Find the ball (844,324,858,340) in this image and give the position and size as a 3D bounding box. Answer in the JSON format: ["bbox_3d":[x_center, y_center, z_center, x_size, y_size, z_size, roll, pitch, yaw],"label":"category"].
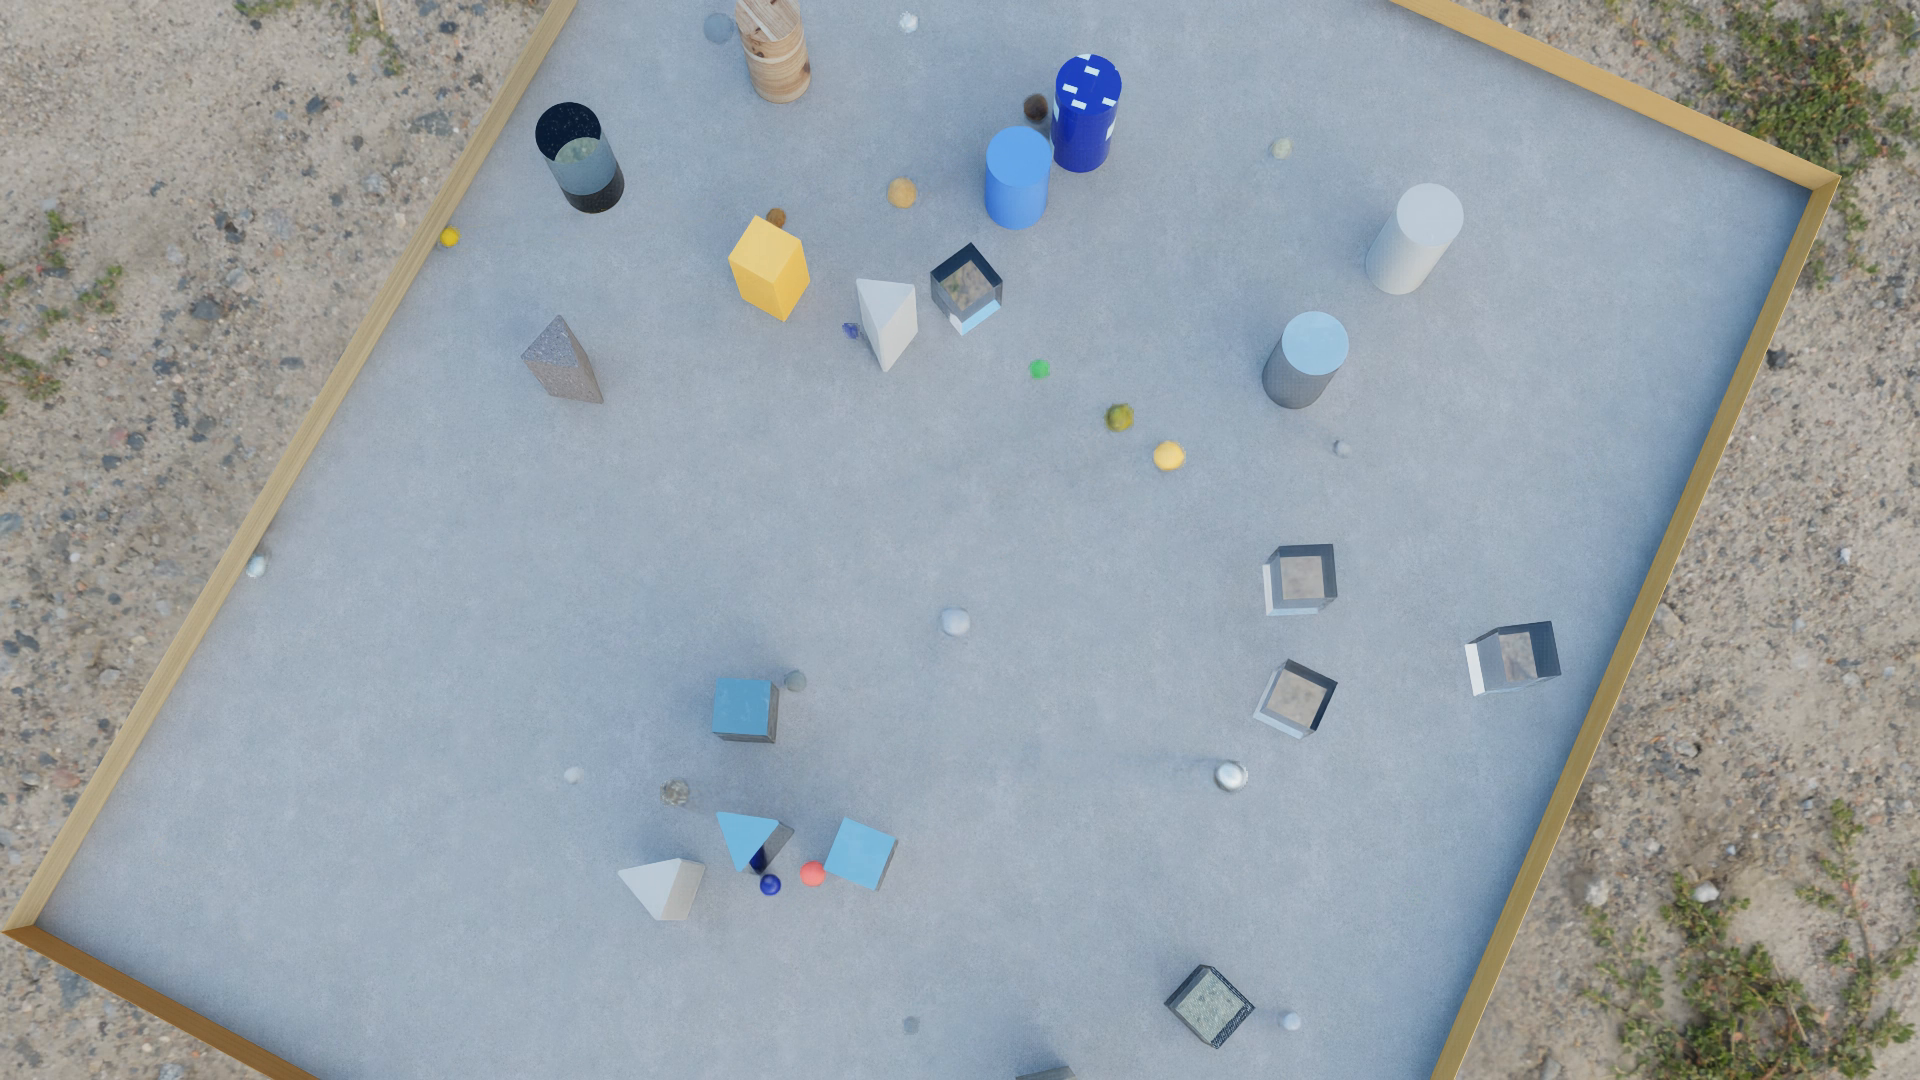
[{"bbox_3d":[-0.340,-0.651,5.727,0.048,0.048,0.048,0,78,0],"label":"ball"}]

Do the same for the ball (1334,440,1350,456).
[{"bbox_3d":[1.178,-0.284,5.649,0.052,0.052,0.052,0,78,0],"label":"ball"}]

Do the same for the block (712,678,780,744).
[{"bbox_3d":[-0.626,0.503,5.381,0.157,0.257,0.157,4,78,1],"label":"block"}]

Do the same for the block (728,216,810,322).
[{"bbox_3d":[-0.580,-0.826,5.606,0.157,0.356,0.157,30,80,6],"label":"block"}]

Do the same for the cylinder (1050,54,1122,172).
[{"bbox_3d":[0.384,-1.313,5.670,0.197,0.429,0.197,0,78,0],"label":"cylinder"}]

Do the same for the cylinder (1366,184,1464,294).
[{"bbox_3d":[1.381,-0.913,5.590,0.197,0.423,0.197,0,78,0],"label":"cylinder"}]

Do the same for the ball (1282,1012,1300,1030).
[{"bbox_3d":[0.957,1.391,5.301,0.054,0.054,0.054,0,78,0],"label":"ball"}]

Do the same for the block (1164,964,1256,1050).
[{"bbox_3d":[0.703,1.319,5.189,0.157,0.303,0.157,43,82,8],"label":"block"}]

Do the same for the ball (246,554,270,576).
[{"bbox_3d":[-2.132,0.076,5.567,0.067,0.067,0.067,0,78,0],"label":"ball"}]

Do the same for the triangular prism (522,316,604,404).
[{"bbox_3d":[-1.183,-0.550,5.535,0.170,0.383,0.147,9,78,2],"label":"triangular prism"}]

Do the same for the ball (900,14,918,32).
[{"bbox_3d":[-0.163,-1.674,5.933,0.058,0.058,0.058,0,78,0],"label":"ball"}]

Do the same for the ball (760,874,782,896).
[{"bbox_3d":[-0.556,1.011,5.375,0.063,0.063,0.063,0,78,0],"label":"ball"}]

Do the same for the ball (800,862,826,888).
[{"bbox_3d":[-0.431,0.980,5.375,0.075,0.075,0.075,0,78,0],"label":"ball"}]

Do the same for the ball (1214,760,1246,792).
[{"bbox_3d":[0.798,0.700,5.425,0.093,0.093,0.093,0,78,0],"label":"ball"}]

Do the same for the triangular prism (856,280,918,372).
[{"bbox_3d":[-0.243,-0.676,5.545,0.147,0.414,0.170,36,81,7],"label":"triangular prism"}]

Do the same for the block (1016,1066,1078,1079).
[{"bbox_3d":[0.252,1.573,5.096,0.157,0.382,0.157,-11,79,-2],"label":"block"}]

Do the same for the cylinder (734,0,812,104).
[{"bbox_3d":[-0.579,-1.545,5.720,0.197,0.425,0.197,0,78,0],"label":"cylinder"}]

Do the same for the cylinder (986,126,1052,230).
[{"bbox_3d":[0.177,-1.116,5.671,0.197,0.346,0.197,0,78,0],"label":"cylinder"}]

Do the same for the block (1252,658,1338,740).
[{"bbox_3d":[0.983,0.471,5.390,0.157,0.253,0.157,26,79,5],"label":"block"}]

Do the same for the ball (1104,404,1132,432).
[{"bbox_3d":[0.489,-0.376,5.651,0.086,0.086,0.086,0,78,0],"label":"ball"}]

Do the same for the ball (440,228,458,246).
[{"bbox_3d":[-1.613,-0.956,5.784,0.060,0.060,0.060,0,78,0],"label":"ball"}]

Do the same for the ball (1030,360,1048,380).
[{"bbox_3d":[0.245,-0.528,5.697,0.057,0.057,0.057,0,78,0],"label":"ball"}]

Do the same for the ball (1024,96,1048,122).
[{"bbox_3d":[0.243,-1.381,5.862,0.081,0.081,0.081,0,78,0],"label":"ball"}]

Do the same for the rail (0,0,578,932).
[{"bbox_3d":[-1.720,-0.835,5.723,0.045,0.128,4.527,26,80,5],"label":"rail"}]

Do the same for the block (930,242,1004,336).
[{"bbox_3d":[0.020,-0.771,5.653,0.157,0.242,0.157,-37,81,-7],"label":"block"}]

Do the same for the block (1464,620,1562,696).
[{"bbox_3d":[1.616,0.350,5.369,0.157,0.342,0.157,-7,78,-1],"label":"block"}]

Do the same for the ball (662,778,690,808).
[{"bbox_3d":[-0.842,0.748,5.420,0.082,0.082,0.082,0,78,0],"label":"ball"}]

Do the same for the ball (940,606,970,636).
[{"bbox_3d":[-0.014,0.245,5.519,0.091,0.091,0.091,0,78,0],"label":"ball"}]

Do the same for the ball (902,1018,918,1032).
[{"bbox_3d":[-0.143,1.404,5.303,0.044,0.044,0.044,0,78,0],"label":"ball"}]

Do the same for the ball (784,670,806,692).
[{"bbox_3d":[-0.495,0.423,5.497,0.063,0.063,0.063,0,78,0],"label":"ball"}]

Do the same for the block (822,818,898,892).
[{"bbox_3d":[-0.283,0.910,5.289,0.157,0.274,0.157,22,79,4],"label":"block"}]

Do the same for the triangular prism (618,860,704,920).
[{"bbox_3d":[-0.810,0.958,5.171,0.147,0.485,0.170,-41,81,-8],"label":"triangular prism"}]

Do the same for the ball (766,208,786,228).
[{"bbox_3d":[-0.582,-1.017,5.796,0.061,0.061,0.061,0,78,0],"label":"ball"}]

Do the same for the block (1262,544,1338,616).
[{"bbox_3d":[1.006,0.121,5.440,0.157,0.296,0.157,-3,78,-1],"label":"block"}]

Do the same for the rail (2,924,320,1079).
[{"bbox_3d":[-1.002,1.969,5.143,3.893,0.128,0.045,26,80,5],"label":"rail"}]

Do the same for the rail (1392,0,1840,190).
[{"bbox_3d":[1.002,-1.955,5.955,3.893,0.128,0.045,26,80,5],"label":"rail"}]

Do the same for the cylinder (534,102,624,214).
[{"bbox_3d":[-1.169,-1.175,5.658,0.197,0.396,0.197,0,78,0],"label":"cylinder"}]

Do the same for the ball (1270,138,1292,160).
[{"bbox_3d":[1.024,-1.248,5.840,0.067,0.067,0.067,0,78,0],"label":"ball"}]

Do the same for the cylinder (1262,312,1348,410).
[{"bbox_3d":[1.040,-0.539,5.542,0.197,0.365,0.197,0,78,0],"label":"cylinder"}]

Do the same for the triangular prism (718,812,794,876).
[{"bbox_3d":[-0.601,0.833,5.195,0.147,0.488,0.170,38,81,7],"label":"triangular prism"}]

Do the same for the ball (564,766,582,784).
[{"bbox_3d":[-1.149,0.699,5.446,0.051,0.051,0.051,0,78,0],"label":"ball"}]

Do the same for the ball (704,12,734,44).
[{"bbox_3d":[-0.778,-1.648,5.907,0.098,0.098,0.098,0,78,0],"label":"ball"}]

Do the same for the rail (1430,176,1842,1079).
[{"bbox_3d":[1.720,0.849,5.375,0.045,0.128,4.527,26,80,5],"label":"rail"}]

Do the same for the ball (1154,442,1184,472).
[{"bbox_3d":[0.639,-0.257,5.623,0.091,0.091,0.091,0,78,0],"label":"ball"}]

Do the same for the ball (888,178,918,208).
[{"bbox_3d":[-0.182,-1.100,5.796,0.094,0.094,0.094,0,78,0],"label":"ball"}]
